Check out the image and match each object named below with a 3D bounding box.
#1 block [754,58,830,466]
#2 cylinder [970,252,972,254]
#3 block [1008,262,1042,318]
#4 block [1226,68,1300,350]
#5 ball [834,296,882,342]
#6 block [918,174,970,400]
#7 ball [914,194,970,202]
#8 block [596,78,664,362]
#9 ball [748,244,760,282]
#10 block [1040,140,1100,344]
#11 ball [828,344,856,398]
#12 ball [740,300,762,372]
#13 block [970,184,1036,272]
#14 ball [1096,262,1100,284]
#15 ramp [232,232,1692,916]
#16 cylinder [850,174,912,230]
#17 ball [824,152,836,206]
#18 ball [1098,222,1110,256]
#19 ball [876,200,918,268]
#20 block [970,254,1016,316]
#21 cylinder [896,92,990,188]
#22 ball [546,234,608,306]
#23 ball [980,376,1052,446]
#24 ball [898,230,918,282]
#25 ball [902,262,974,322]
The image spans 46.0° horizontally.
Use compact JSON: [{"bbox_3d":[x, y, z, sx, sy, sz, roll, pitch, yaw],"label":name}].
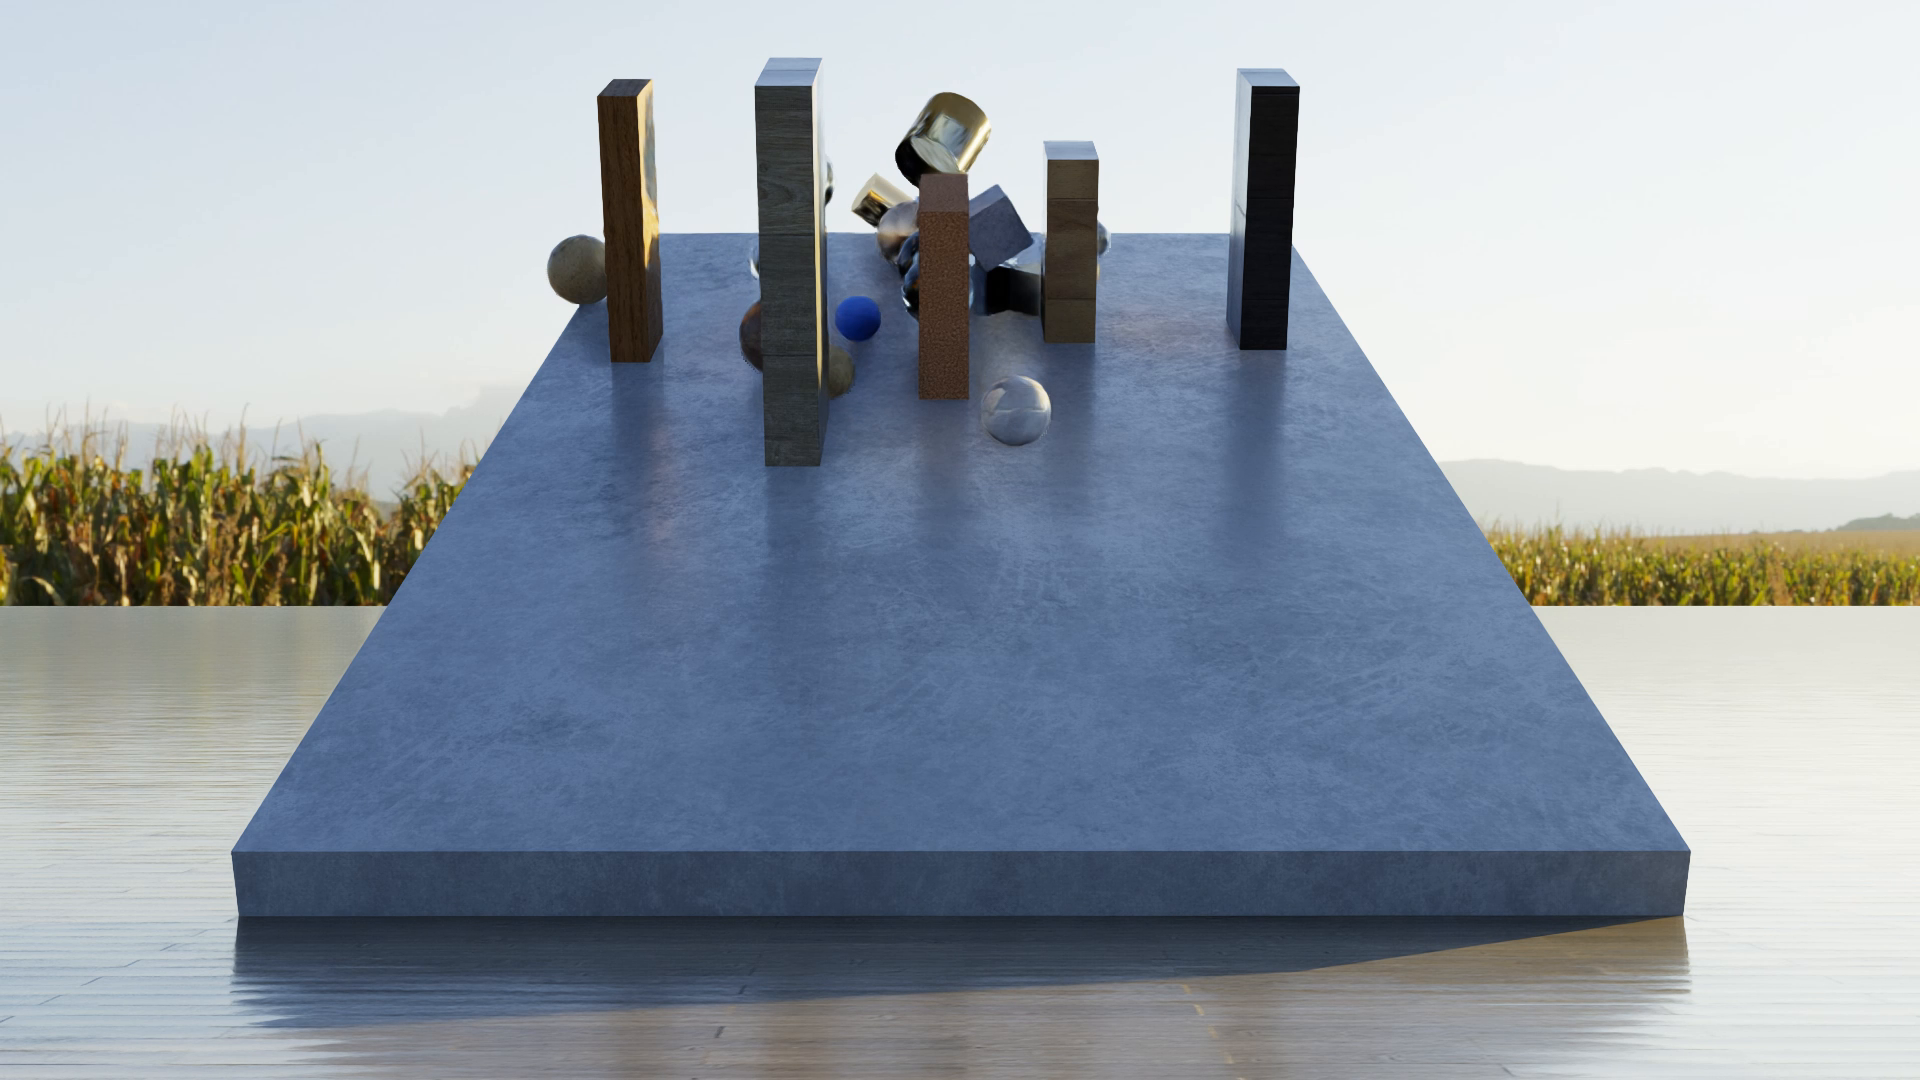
[{"bbox_3d":[-0.348,-0.590,4.759,0.114,0.784,0.399,0,20,0],"label":"block"},{"bbox_3d":[0.024,-0.775,6.181,0.143,0.143,0.143,23,8,23],"label":"cylinder"},{"bbox_3d":[0.207,-0.659,5.944,0.112,0.112,0.112,19,27,42],"label":"block"},{"bbox_3d":[0.748,-0.823,5.615,0.115,0.645,0.297,0,20,0],"label":"block"},{"bbox_3d":[-0.254,-0.552,5.641,0.115,0.115,0.115,0,-2,0],"label":"ball"},{"bbox_3d":[-0.037,-0.602,5.311,0.114,0.434,0.449,0,20,0],"label":"block"},{"bbox_3d":[-0.050,-0.922,6.538,0.204,0.204,0.204,0,-2,0],"label":"ball"},{"bbox_3d":[-0.797,-0.776,5.490,0.094,0.638,0.277,0,20,0],"label":"block"},{"bbox_3d":[-0.517,-0.761,6.203,0.127,0.127,0.127,0,-2,0],"label":"ball"},{"bbox_3d":[0.274,-0.751,5.690,0.126,0.459,0.262,0,20,0],"label":"block"},{"bbox_3d":[-0.302,-0.385,5.165,0.124,0.124,0.124,0,-2,0],"label":"ball"},{"bbox_3d":[-0.418,-0.481,5.318,0.200,0.200,0.200,0,-2,0],"label":"ball"},{"bbox_3d":[0.081,-0.803,5.828,0.147,0.147,0.147,-31,22,2],"label":"block"},{"bbox_3d":[0.306,-0.715,6.067,0.135,0.135,0.135,0,-2,0],"label":"ball"},{"bbox_3d":[-0.005,-0.205,4.999,2.000,0.100,4.000,0,20,0],"label":"ramp"},{"bbox_3d":[-0.232,-1.001,6.771,0.138,0.138,0.138,34,-13,-17],"label":"cylinder"},{"bbox_3d":[-0.421,-0.932,5.859,0.202,0.202,0.202,0,-2,0],"label":"ball"},{"bbox_3d":[0.375,-0.866,6.519,0.113,0.113,0.113,0,-2,0],"label":"ball"},{"bbox_3d":[-0.137,-0.855,6.364,0.195,0.195,0.195,0,-2,0],"label":"ball"},{"bbox_3d":[0.056,-0.673,5.955,0.130,0.130,0.130,14,24,35],"label":"block"},{"bbox_3d":[-0.045,-1.051,6.003,0.192,0.192,0.192,20,-34,14],"label":"cylinder"},{"bbox_3d":[-0.998,-0.713,5.983,0.185,0.185,0.185,0,-2,0],"label":"ball"},{"bbox_3d":[0.119,-0.275,4.823,0.152,0.152,0.152,0,-2,0],"label":"ball"},{"bbox_3d":[-0.068,-0.740,6.042,0.195,0.195,0.195,0,-2,0],"label":"ball"},{"bbox_3d":[-0.055,-0.619,5.639,0.181,0.181,0.181,0,-2,0],"label":"ball"}]
